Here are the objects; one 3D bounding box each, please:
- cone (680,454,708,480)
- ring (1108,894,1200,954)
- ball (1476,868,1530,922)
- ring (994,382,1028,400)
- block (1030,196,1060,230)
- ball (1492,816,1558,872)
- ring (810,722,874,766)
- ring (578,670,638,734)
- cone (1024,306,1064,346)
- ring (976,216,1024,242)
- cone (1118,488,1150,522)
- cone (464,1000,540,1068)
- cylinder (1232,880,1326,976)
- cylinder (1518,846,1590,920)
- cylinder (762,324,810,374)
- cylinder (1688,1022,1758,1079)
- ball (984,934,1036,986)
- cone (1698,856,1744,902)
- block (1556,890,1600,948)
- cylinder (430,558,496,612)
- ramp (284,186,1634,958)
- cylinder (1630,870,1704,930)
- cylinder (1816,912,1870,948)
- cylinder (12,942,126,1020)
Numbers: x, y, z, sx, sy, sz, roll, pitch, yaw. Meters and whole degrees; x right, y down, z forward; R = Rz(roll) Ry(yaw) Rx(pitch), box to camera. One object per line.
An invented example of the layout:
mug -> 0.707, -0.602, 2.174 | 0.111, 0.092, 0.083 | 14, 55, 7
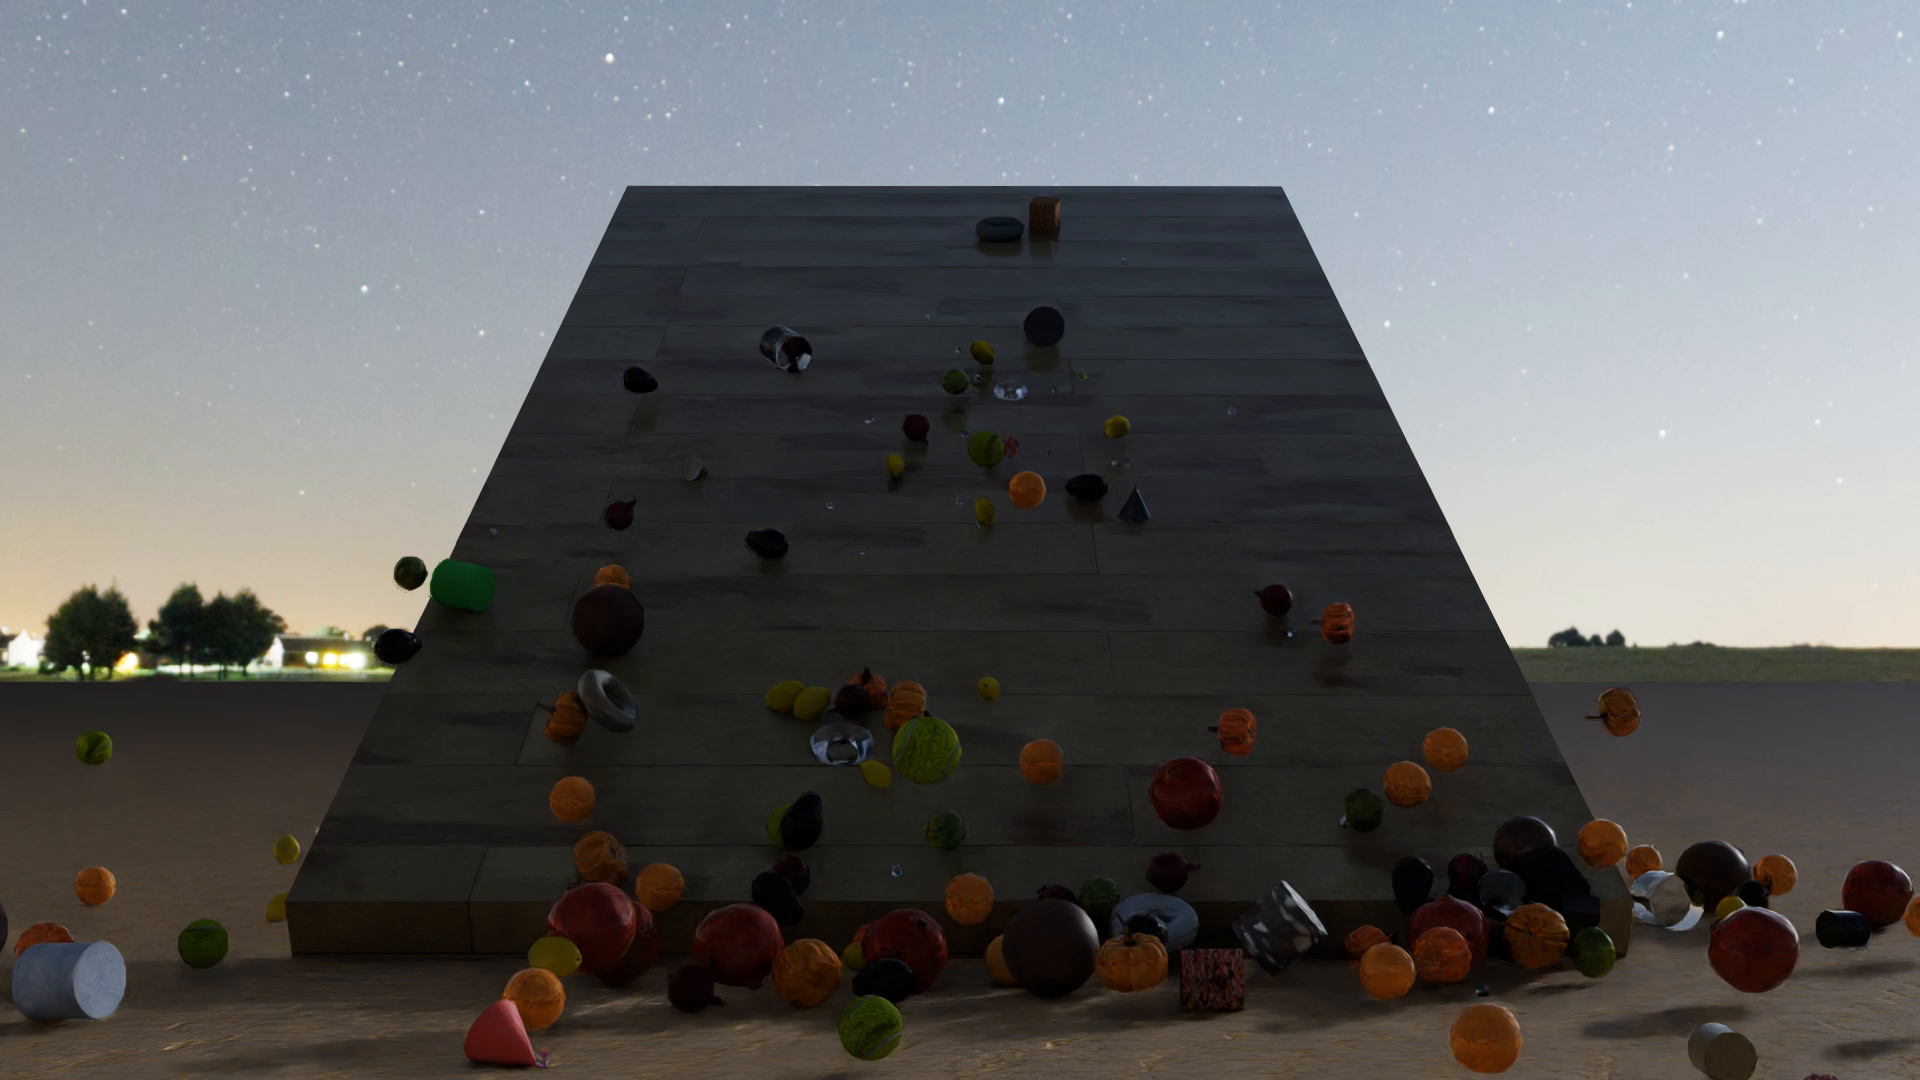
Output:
cone -> -0.557, -0.151, 4.962 | 0.058, 0.058, 0.058 | -2, -8, 32
ring -> 0.280, 0.553, 3.355 | 0.131, 0.044, 0.131 | -2, 21, 1
ball -> 0.792, 0.518, 3.394 | 0.078, 0.078, 0.078 | 0, -3, 0
ring -> 0.118, -0.347, 5.408 | 0.078, 0.026, 0.078 | 0, 25, 0
block -> 0.244, -0.939, 6.686 | 0.076, 0.076, 0.076 | 6, 24, 12
ball -> 0.850, 0.462, 3.493 | 0.096, 0.096, 0.096 | 0, -3, 0
ring -> -0.196, 0.338, 3.846 | 0.108, 0.036, 0.108 | 0, 25, 0
ring -> -0.586, 0.268, 3.870 | 0.041, 0.123, 0.123 | -39, -16, 15
cone -> 0.212, -0.524, 5.786 | 0.100, 0.100, 0.100 | 0, -3, 5
ring -> 0.112, -0.881, 6.591 | 0.139, 0.046, 0.139 | -1, 25, 0
cone -> 0.358, -0.079, 4.755 | 0.066, 0.066, 0.066 | 0, 24, 0
cone -> -0.485, 0.554, 2.531 | 0.077, 0.077, 0.077 | 29, 11, 28
cylinder -> 0.441, 0.537, 3.212 | 0.093, 0.093, 0.093 | -41, -11, 7
cylinder -> 0.874, 0.505, 3.419 | 0.080, 0.080, 0.080 | 1, 24, -10
cylinder -> -0.417, -0.457, 5.571 | 0.092, 0.092, 0.092 | 2, 25, -29
cylinder -> 0.795, 0.536, 2.425 | 0.055, 0.055, 0.055 | 0, -1, 0
ball -> 0.068, 0.574, 3.179 | 0.070, 0.070, 0.070 | 0, -3, 0
cone -> 1.399, 0.656, 4.344 | 0.094, 0.094, 0.094 | -27, -4, 1
block -> 0.892, 0.547, 3.357 | 0.054, 0.054, 0.054 | 8, 23, 10
cylinder -> -0.929, 0.085, 4.346 | 0.086, 0.086, 0.086 | 12, 2, 23
ramp -> -0.008, -0.228, 5.294 | 2.000, 0.100, 4.000 | 0, 24, 0
cylinder -> 1.187, 0.605, 3.903 | 0.093, 0.093, 0.093 | 0, -3, -5
cylinder -> 1.289, 0.569, 3.393 | 0.053, 0.053, 0.053 | 4, -4, -20
cylinder -> -1.086, 0.538, 2.834 | 0.093, 0.093, 0.093 | -5, -5, 19
